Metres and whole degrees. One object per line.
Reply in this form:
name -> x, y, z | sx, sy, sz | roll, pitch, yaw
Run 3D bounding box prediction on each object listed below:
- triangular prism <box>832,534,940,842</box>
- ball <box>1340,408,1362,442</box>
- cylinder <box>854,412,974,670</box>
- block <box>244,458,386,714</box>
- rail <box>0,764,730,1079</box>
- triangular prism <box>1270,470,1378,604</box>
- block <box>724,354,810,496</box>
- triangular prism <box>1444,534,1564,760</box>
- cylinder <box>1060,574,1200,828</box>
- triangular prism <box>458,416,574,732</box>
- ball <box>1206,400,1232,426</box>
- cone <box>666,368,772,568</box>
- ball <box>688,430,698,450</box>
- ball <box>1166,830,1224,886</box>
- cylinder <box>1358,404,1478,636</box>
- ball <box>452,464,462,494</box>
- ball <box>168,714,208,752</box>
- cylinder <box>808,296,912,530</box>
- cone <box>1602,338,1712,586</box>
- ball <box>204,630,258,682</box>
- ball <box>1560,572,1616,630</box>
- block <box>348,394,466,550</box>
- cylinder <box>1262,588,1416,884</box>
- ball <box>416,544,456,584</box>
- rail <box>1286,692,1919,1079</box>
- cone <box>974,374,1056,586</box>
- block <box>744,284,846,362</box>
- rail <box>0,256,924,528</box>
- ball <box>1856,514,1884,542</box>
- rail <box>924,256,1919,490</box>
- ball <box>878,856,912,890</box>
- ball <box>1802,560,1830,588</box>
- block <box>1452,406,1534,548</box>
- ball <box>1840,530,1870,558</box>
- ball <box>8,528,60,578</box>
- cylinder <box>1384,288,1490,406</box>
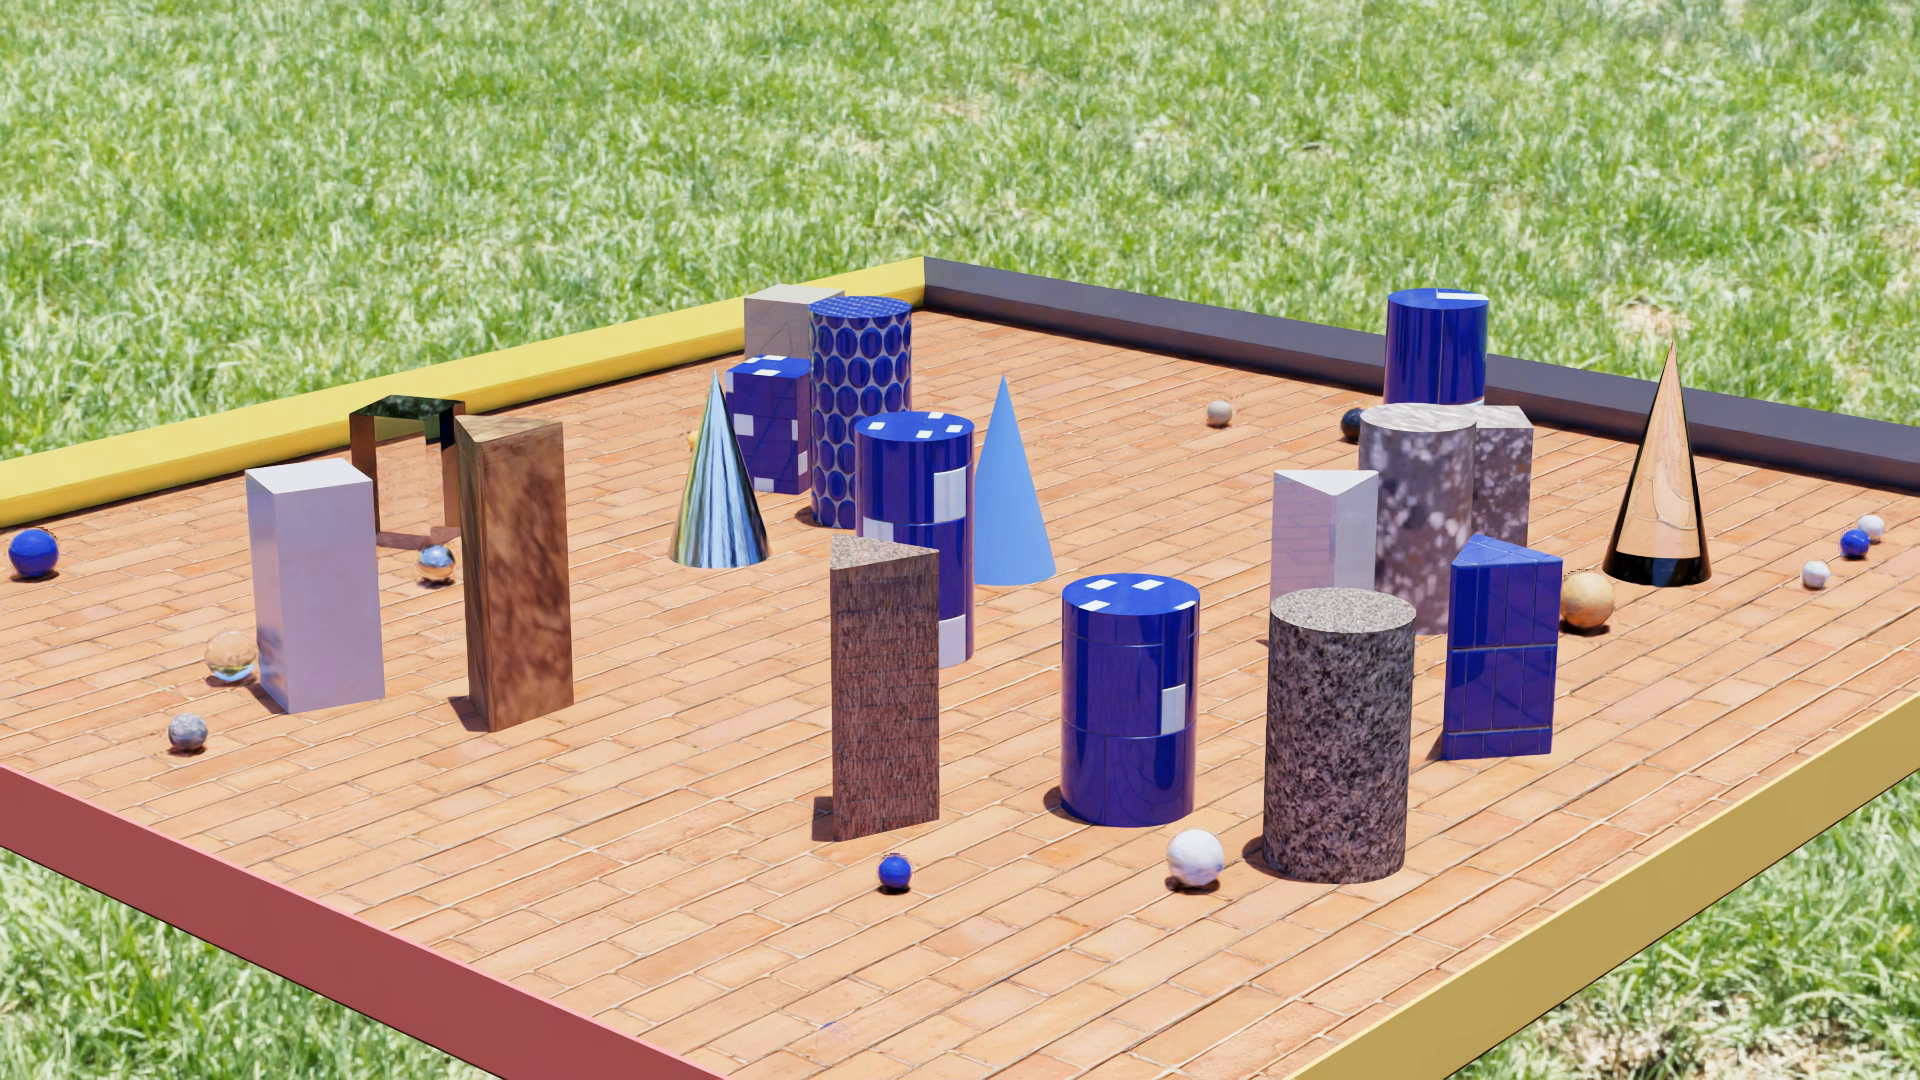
triangular prism -> -0.137, 0.198, 4.104 | 0.168, 0.395, 0.145 | -10, 19, -30
ball -> 0.829, -0.241, 6.124 | 0.069, 0.069, 0.069 | 0, 17, 0
cylinder -> -0.073, 0.000, 4.780 | 0.194, 0.384, 0.194 | 0, 17, 0
block -> -1.011, 0.070, 4.597 | 0.155, 0.356, 0.155 | -9, 19, -28
rail -> -1.120, 0.404, 3.886 | 3.252, 0.126, 0.045 | 14, 22, 39
triangular prism -> 0.578, 0.038, 4.812 | 0.145, 0.294, 0.168 | 10, 19, 30
block -> -0.358, -0.229, 5.800 | 0.155, 0.235, 0.155 | 7, 18, 21
triangular prism -> 0.790, 0.157, 4.400 | 0.168, 0.304, 0.145 | -3, 17, -9
cylinder -> 0.240, 0.225, 4.156 | 0.194, 0.314, 0.194 | 0, 17, 0
triangular prism -> -0.714, 0.042, 4.512 | 0.145, 0.458, 0.168 | 14, 22, 38
ball -> 0.554, -0.270, 6.246 | 0.056, 0.056, 0.056 | 0, 17, 0
cone -> -0.440, -0.143, 5.317 | 0.194, 0.348, 0.194 | 0, 17, 0
ball -> -0.538, -0.204, 6.044 | 0.045, 0.045, 0.045 | 0, 17, 0
ball -> 0.314, 0.424, 3.910 | 0.076, 0.076, 0.076 | 0, 17, 0
cylinder -> 0.766, -0.036, 4.954 | 0.194, 0.354, 0.194 | 0, 17, 0
ball -> -0.950, -0.120, 5.712 | 0.076, 0.076, 0.076 | 0, 17, 0
ball -> -1.157, 0.288, 4.391 | 0.058, 0.058, 0.058 | 0, 17, 0
cylinder -> -0.187, -0.242, 5.542 | 0.194, 0.407, 0.194 | 0, 17, 0
cone -> 1.251, -0.152, 5.202 | 0.194, 0.431, 0.194 | 0, 17, 0
ball -> -1.166, 0.185, 4.692 | 0.082, 0.082, 0.082 | 0, 17, 0
ball -> 1.055, 0.102, 4.942 | 0.097, 0.097, 0.097 | 0, 17, 0
block -> -1.017, -0.126, 5.433 | 0.155, 0.248, 0.155 | 6, 18, 18
cylinder -> 0.511, 0.263, 3.961 | 0.194, 0.355, 0.194 | 0, 17, 0
ball -> -0.926, 0.043, 5.184 | 0.069, 0.069, 0.069 | 0, 17, 0
rail -> 1.210, 0.335, 4.115 | 0.045, 0.126, 3.463 | 14, 22, 39
cone -> 0.077, -0.121, 5.217 | 0.194, 0.364, 0.194 | 0, 17, 0
block -> -0.342, -0.362, 6.110 | 0.155, 0.309, 0.155 | 8, 18, 24
rail -> -1.210, -0.272, 6.126 | 0.045, 0.126, 3.463 | 14, 22, 39
ball -> 1.686, -0.022, 5.430 | 0.051, 0.051, 0.051 | 0, 17, 0
rail -> 1.120, -0.341, 6.355 | 3.252, 0.126, 0.045 | 14, 22, 39
ball -> -0.086, 0.443, 3.899 | 0.046, 0.046, 0.046 | 0, 17, 0
ball -> 1.507, 0.060, 5.164 | 0.048, 0.048, 0.048 | 0, 17, 0
block -> 0.906, -0.068, 5.140 | 0.155, 0.307, 0.155 | 0, 17, 1
ball -> 1.628, 0.007, 5.330 | 0.053, 0.053, 0.053 | 0, 17, 0
ball -> -1.649, 0.023, 5.219 | 0.087, 0.087, 0.087 | 0, 17, 0
cylinder -> 0.921, -0.279, 5.699 | 0.194, 0.388, 0.194 | 0, 17, 0
